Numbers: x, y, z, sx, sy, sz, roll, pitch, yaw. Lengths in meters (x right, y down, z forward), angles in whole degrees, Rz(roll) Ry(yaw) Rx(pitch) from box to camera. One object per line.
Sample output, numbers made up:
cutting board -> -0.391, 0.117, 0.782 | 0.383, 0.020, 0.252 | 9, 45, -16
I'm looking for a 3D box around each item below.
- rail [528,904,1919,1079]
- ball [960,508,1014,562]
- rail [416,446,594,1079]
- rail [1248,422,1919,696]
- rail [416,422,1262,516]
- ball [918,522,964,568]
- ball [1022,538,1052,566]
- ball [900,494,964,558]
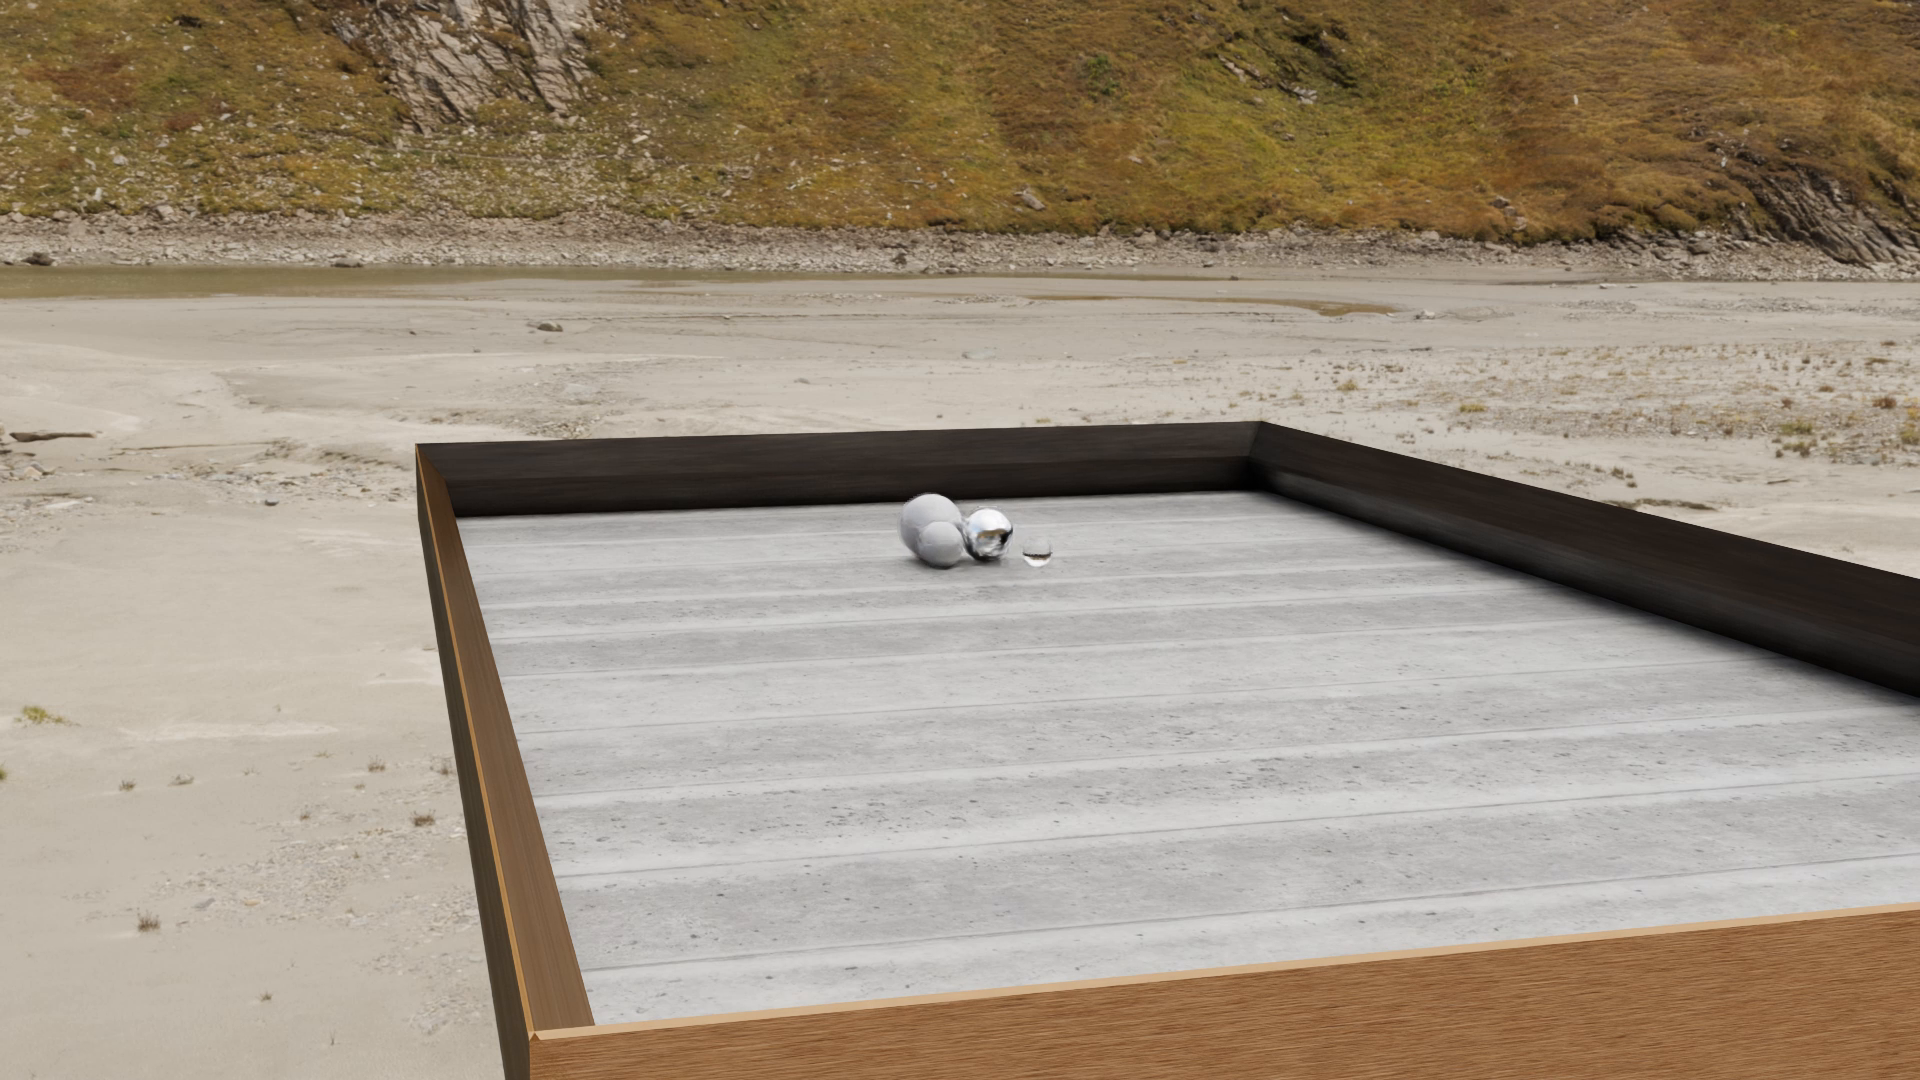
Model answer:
rail -> 0.528, 0.269, 1.289 | 1.536, 0.126, 0.045 | -2, 9, -15
ball -> 0.040, -0.008, 3.274 | 0.080, 0.080, 0.080 | 0, 9, 0
rail -> -0.541, 0.100, 2.403 | 0.045, 0.126, 2.775 | -2, 9, -15
rail -> 0.898, 0.043, 2.781 | 0.045, 0.126, 2.775 | -2, 9, -15
rail -> -0.172, -0.126, 3.896 | 1.536, 0.126, 0.045 | -2, 9, -15
ball -> -0.028, 0.006, 3.223 | 0.068, 0.068, 0.068 | 0, 9, 0
ball -> 0.114, 0.017, 3.233 | 0.043, 0.043, 0.043 | 0, 9, 0
ball -> -0.043, -0.020, 3.301 | 0.097, 0.097, 0.097 | 0, 9, 0
